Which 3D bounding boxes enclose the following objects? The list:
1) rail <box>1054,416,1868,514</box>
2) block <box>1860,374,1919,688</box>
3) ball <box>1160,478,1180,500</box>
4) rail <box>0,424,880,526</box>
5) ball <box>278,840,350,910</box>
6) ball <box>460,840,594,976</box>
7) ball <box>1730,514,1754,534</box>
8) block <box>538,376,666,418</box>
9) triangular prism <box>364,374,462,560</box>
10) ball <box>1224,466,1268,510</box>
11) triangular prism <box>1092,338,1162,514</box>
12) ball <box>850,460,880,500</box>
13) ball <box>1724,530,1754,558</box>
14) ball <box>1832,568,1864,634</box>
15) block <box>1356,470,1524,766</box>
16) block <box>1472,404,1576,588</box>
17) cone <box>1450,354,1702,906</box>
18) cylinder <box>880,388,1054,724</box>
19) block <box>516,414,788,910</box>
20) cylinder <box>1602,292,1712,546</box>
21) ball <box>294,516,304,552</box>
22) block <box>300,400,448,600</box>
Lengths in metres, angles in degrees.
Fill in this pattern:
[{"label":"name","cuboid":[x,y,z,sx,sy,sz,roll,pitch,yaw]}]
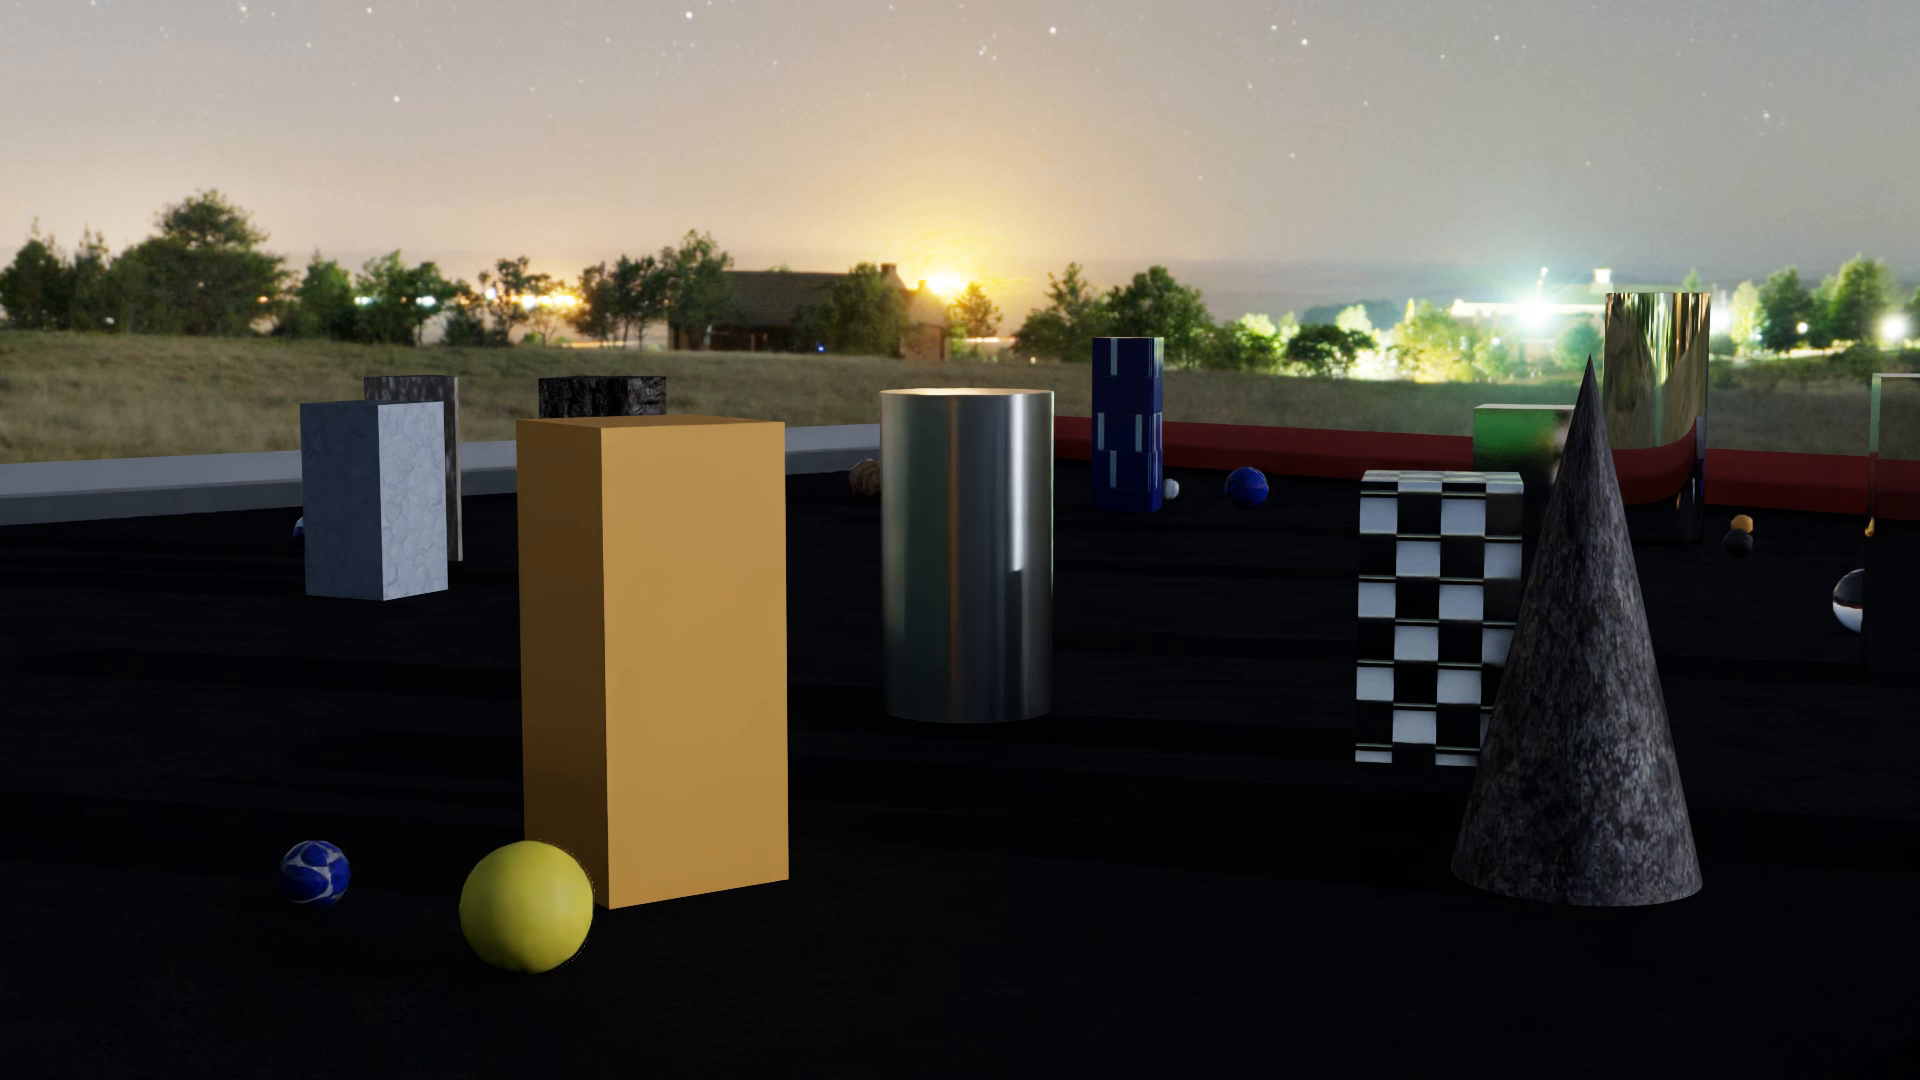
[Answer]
[{"label":"rail","cuboid":[1.757,-0.137,4.944,0.045,0.125,4.441,-6,8,-42]},{"label":"block","cuboid":[1.177,-0.015,2.642,0.154,0.365,0.154,2,6,19]},{"label":"ball","cuboid":[0.488,-0.119,5.137,0.050,0.050,0.050,0,6,0]},{"label":"rail","cuboid":[-1.490,-0.136,4.938,4.828,0.125,0.045,-6,8,-42]},{"label":"ball","cuboid":[-0.480,0.249,1.634,0.052,0.052,0.052,0,6,0]},{"label":"ball","cuboid":[-0.291,0.247,1.476,0.089,0.089,0.089,0,6,0]},{"label":"ball","cuboid":[1.535,-0.029,4.314,0.043,0.043,0.043,0,6,0]},{"label":"block","cuboid":[-0.577,-0.097,3.576,0.154,0.334,0.154,2,6,15]},{"label":"triangular prism","cuboid":[-0.963,-0.133,3.958,0.166,0.325,0.144,0,6,4]},{"label":"ball","cuboid":[0.635,-0.114,4.874,0.096,0.096,0.096,0,6,0]},{"label":"triangular prism","cuboid":[0.403,-0.259,4.887,0.166,0.381,0.144,5,8,42]},{"label":"ball","cuboid":[-0.210,-0.140,5.119,0.096,0.096,0.096,0,6,0]},{"label":"ball","cuboid":[1.396,0.006,3.944,0.051,0.051,0.051,0,6,0]},{"label":"ball","cuboid":[1.244,0.084,3.013,0.091,0.091,0.091,0,6,0]},{"label":"block","cuboid":[0.482,0.074,2.215,0.154,0.277,0.154,1,6,12]},{"label":"block","cuboid":[0.923,-0.075,3.590,0.154,0.286,0.154,2,6,19]},{"label":"cone","cuboid":[0.486,0.059,1.718,0.192,0.411,0.192,0,6,0]},{"label":"cylinder","cuboid":[0.007,0.012,2.445,0.192,0.354,0.192,0,6,0]},{"label":"block","cuboid":[-0.241,0.085,1.723,0.154,0.358,0.154,-4,7,-34]},{"label":"cylinder","cuboid":[1.328,-0.234,4.207,0.192,0.474,0.192,0,6,0]},{"label":"ball","cuboid":[-1.165,-0.011,3.977,0.078,0.078,0.078,0,6,0]},{"label":"block","cuboid":[-0.918,-0.066,3.451,0.154,0.299,0.154,3,7,25]}]
